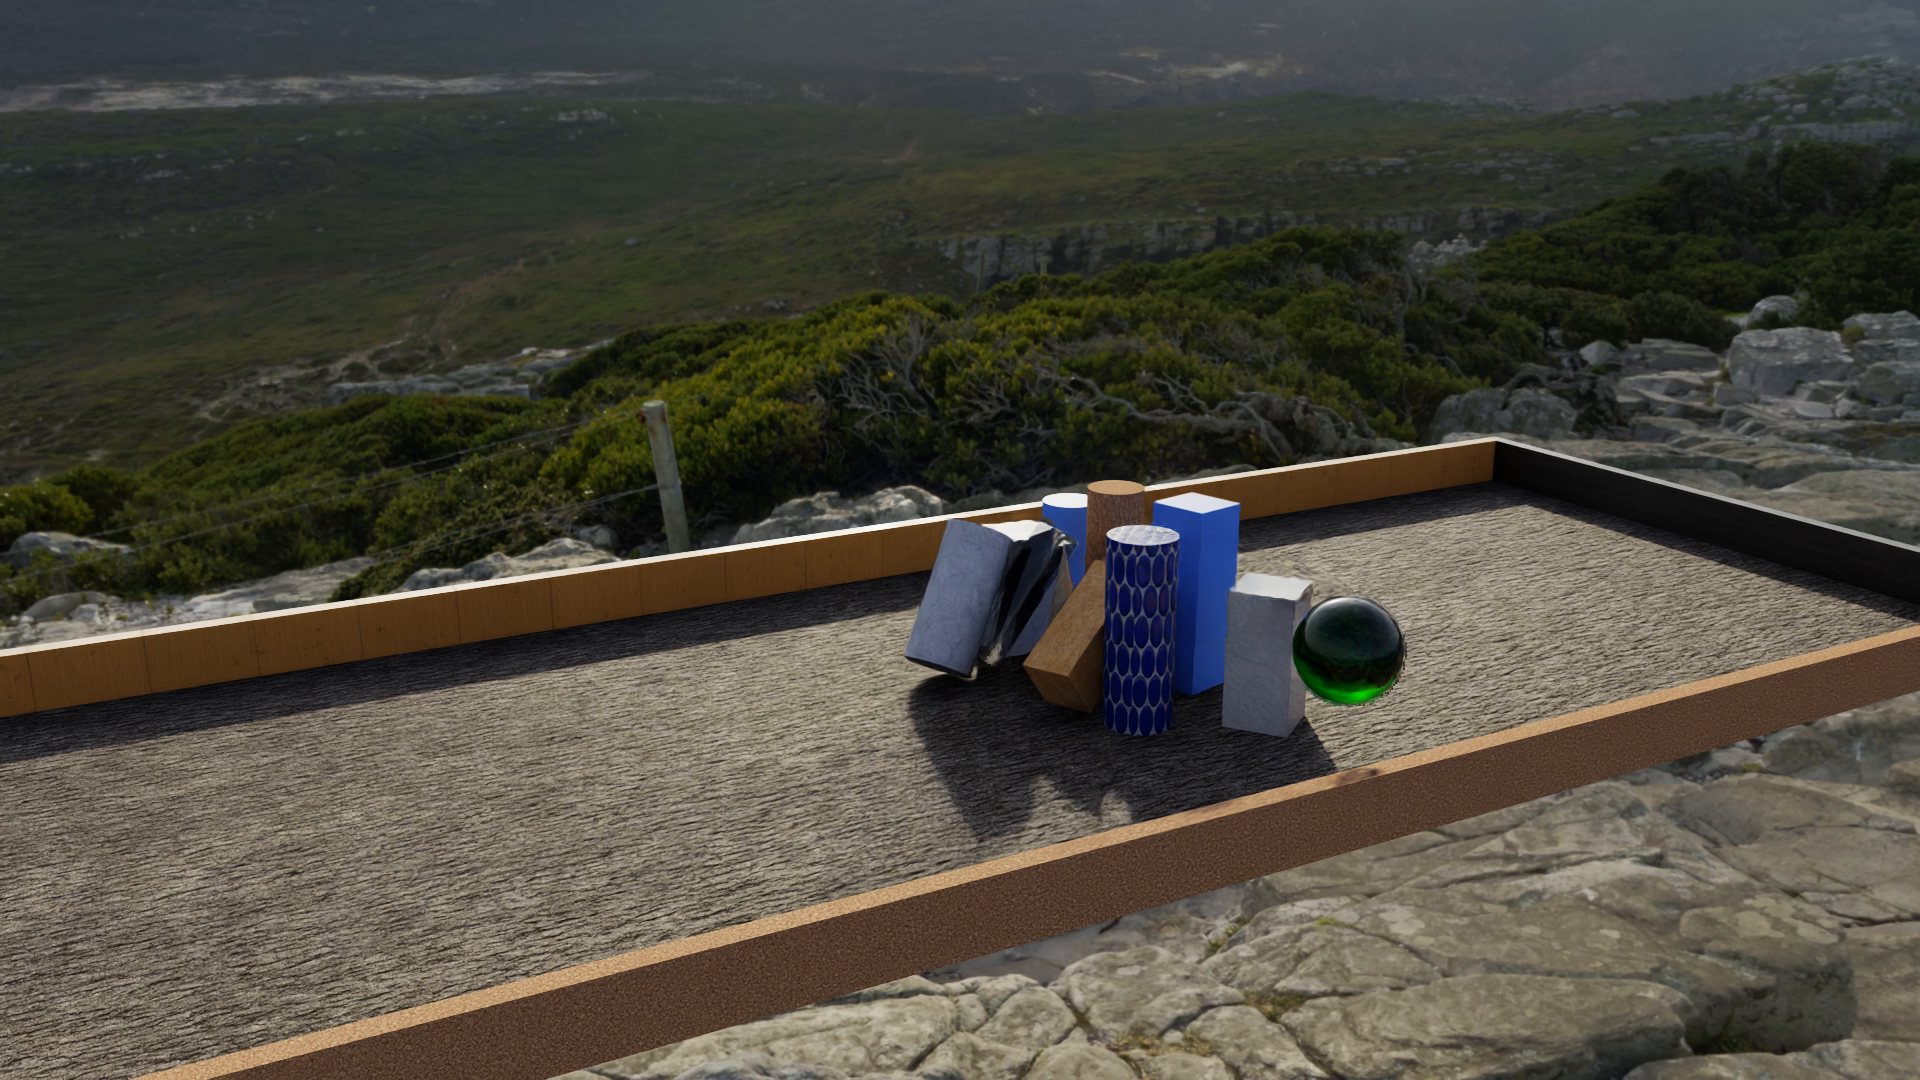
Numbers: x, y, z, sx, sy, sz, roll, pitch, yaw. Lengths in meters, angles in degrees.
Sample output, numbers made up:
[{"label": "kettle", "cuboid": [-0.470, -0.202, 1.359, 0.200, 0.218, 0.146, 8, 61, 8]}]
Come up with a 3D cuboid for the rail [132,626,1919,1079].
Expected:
[{"label": "rail", "cuboid": [-2.336, 1.006, 1.665, 12.000, 0.150, 0.050, -9, 18, -27]}]

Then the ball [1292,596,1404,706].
[{"label": "ball", "cuboid": [0.796, 0.225, 3.381, 0.225, 0.225, 0.225, 0, 16, 0]}]

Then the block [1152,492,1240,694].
[{"label": "block", "cuboid": [0.575, 0.131, 4.089, 0.150, 0.460, 0.150, -13, 21, -42]}]

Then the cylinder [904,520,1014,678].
[{"label": "cylinder", "cuboid": [-0.002, 0.148, 4.145, 0.172, 0.362, 0.172, 17, -9, 3]}]

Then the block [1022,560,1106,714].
[{"label": "block", "cuboid": [0.323, 0.231, 3.999, 0.142, 0.142, 0.345, 10, 54, 43]}]

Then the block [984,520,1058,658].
[{"label": "block", "cuboid": [0.153, 0.126, 4.360, 0.170, 0.312, 0.170, -6, 17, -29]}]

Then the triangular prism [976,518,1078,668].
[{"label": "triangular prism", "cuboid": [0.143, 0.131, 4.197, 0.097, 0.385, 0.112, 33, 2, 24]}]

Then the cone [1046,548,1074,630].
[{"label": "cone", "cuboid": [0.257, 0.182, 4.104, 0.140, 0.355, 0.140, 0, 16, 0]}]

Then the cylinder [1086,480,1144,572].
[{"label": "cylinder", "cuboid": [0.405, 0.071, 4.342, 0.149, 0.434, 0.149, 0, 16, 0]}]

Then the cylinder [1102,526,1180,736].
[{"label": "cylinder", "cuboid": [0.418, 0.209, 3.830, 0.167, 0.459, 0.167, 0, 16, 0]}]

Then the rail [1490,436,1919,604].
[{"label": "rail", "cuboid": [2.466, -0.048, 5.253, 0.050, 0.150, 2.100, -9, 18, -27]}]

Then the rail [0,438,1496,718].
[{"label": "rail", "cuboid": [-3.305, 0.497, 3.399, 12.000, 0.150, 0.050, -9, 18, -27]}]

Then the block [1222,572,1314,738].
[{"label": "block", "cuboid": [0.718, 0.266, 3.855, 0.156, 0.334, 0.156, 8, 18, 25]}]

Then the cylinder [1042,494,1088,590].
[{"label": "cylinder", "cuboid": [0.304, 0.051, 4.587, 0.154, 0.335, 0.154, 0, 16, 0]}]
